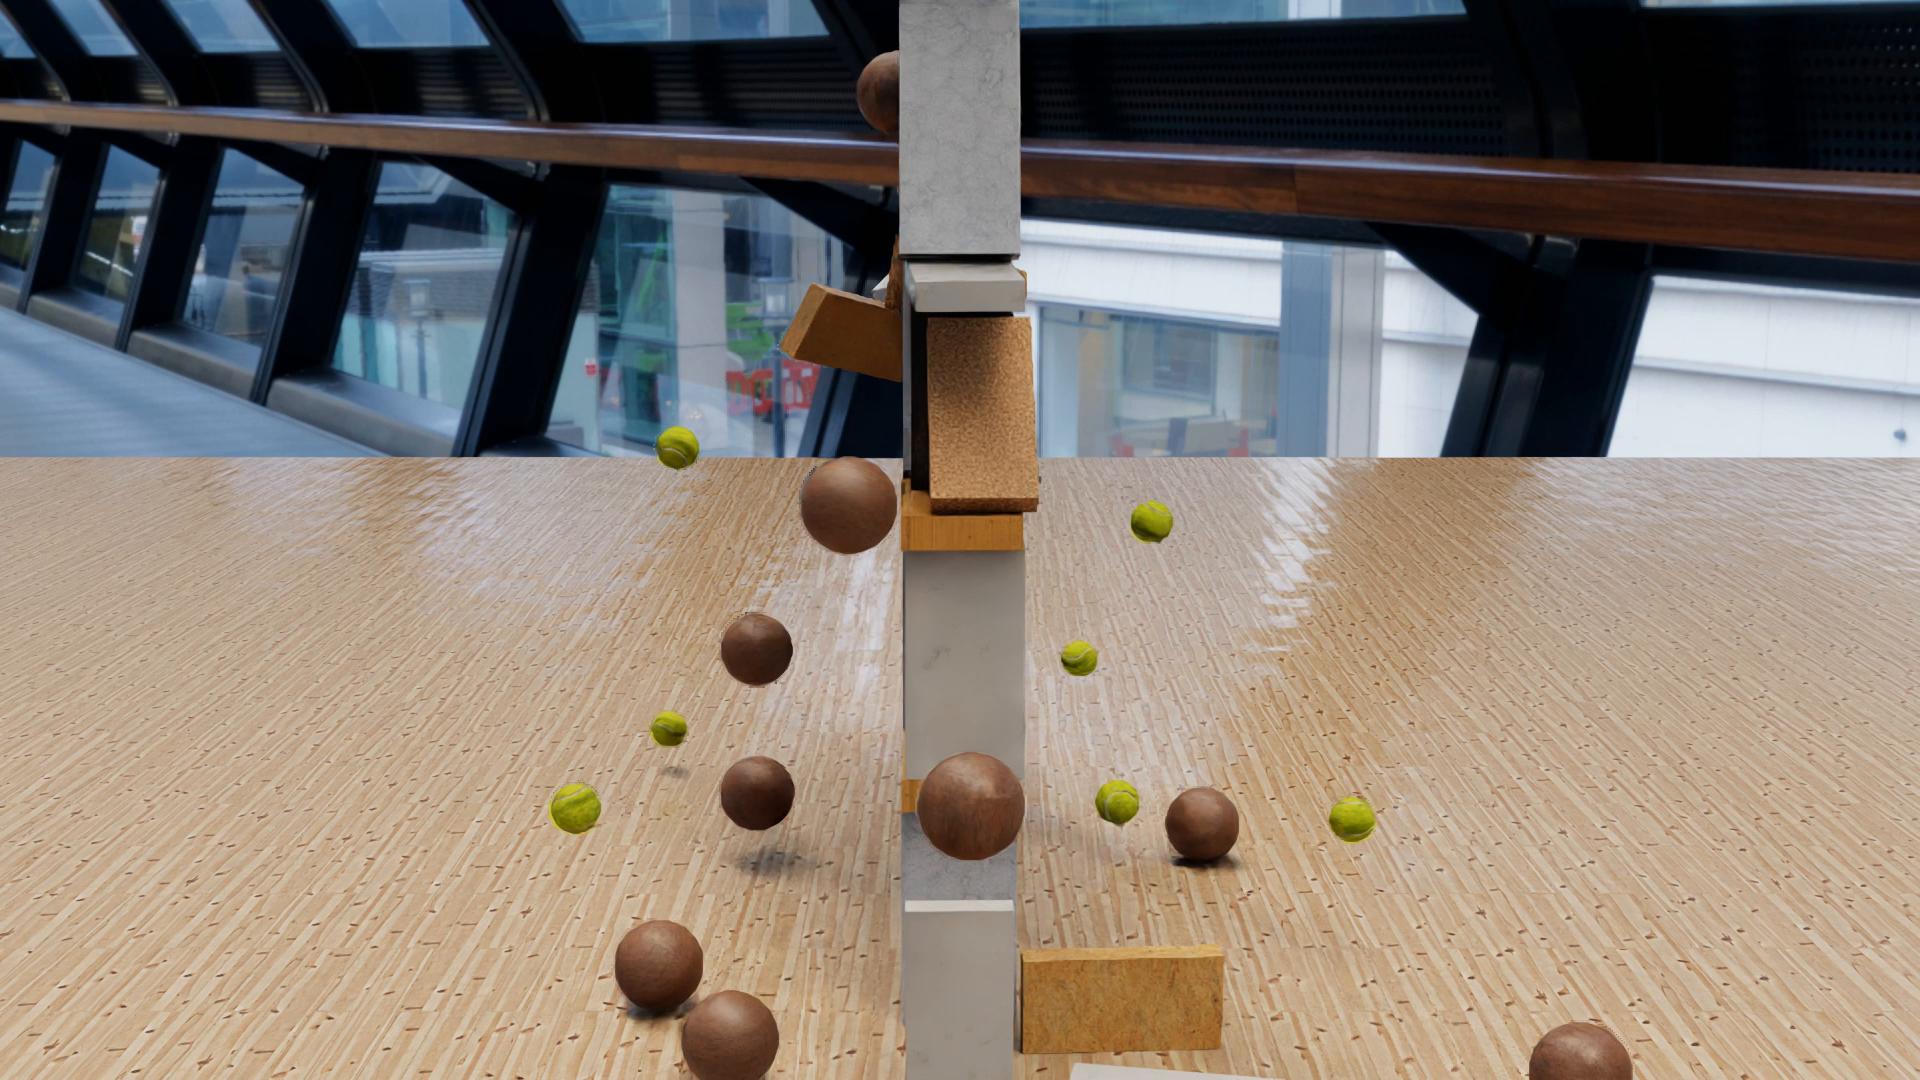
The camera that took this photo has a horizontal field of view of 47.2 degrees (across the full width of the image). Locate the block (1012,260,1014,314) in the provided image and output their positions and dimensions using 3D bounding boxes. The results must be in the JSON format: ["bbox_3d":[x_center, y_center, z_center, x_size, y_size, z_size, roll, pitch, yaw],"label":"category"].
[{"bbox_3d":[-0.001,-0.292,3.434,0.165,0.336,0.047,0,18,-1],"label":"block"}]

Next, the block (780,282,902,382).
[{"bbox_3d":[-0.131,-0.333,3.658,0.034,0.118,0.431,36,15,30],"label":"block"}]

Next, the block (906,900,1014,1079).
[{"bbox_3d":[-0.001,0.604,2.839,0.138,0.276,0.039,0,11,-1],"label":"block"}]

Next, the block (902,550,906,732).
[{"bbox_3d":[-0.001,0.120,3.355,0.171,0.343,0.049,0,11,0],"label":"block"}]

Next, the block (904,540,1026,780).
[{"bbox_3d":[0.007,0.165,3.024,0.164,0.328,0.046,0,11,-1],"label":"block"}]

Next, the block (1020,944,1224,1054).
[{"bbox_3d":[0.223,0.635,3.041,0.276,0.138,0.039,-1,14,-4],"label":"block"}]

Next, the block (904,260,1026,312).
[{"bbox_3d":[0.003,-0.353,3.002,0.144,0.041,0.287,-1,14,-4],"label":"block"}]

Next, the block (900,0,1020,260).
[{"bbox_3d":[-0.001,-0.583,3.056,0.167,0.382,0.047,0,-3,-1],"label":"block"}]

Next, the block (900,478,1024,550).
[{"bbox_3d":[0.003,-0.039,3.096,0.164,0.046,0.328,0,11,0],"label":"block"}]

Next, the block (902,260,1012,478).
[{"bbox_3d":[-0.004,-0.259,3.309,0.165,0.330,0.047,0,-14,-1],"label":"block"}]

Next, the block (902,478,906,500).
[{"bbox_3d":[-0.001,-0.094,3.432,0.171,0.049,0.343,0,11,0],"label":"block"}]

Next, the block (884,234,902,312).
[{"bbox_3d":[-0.084,-0.440,3.562,0.019,0.134,0.067,34,41,29],"label":"block"}]

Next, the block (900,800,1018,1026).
[{"bbox_3d":[-0.002,0.526,3.120,0.163,0.326,0.046,0,10,0],"label":"block"}]

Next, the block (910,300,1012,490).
[{"bbox_3d":[0.002,-0.216,3.130,0.144,0.287,0.041,0,14,0],"label":"block"}]

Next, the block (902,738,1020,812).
[{"bbox_3d":[0.000,0.323,3.194,0.163,0.046,0.326,0,11,0],"label":"block"}]

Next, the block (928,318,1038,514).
[{"bbox_3d":[0.029,-0.173,3.004,0.144,0.287,0.041,0,-28,-2],"label":"block"}]

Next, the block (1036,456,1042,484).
[{"bbox_3d":[0.088,-0.208,3.629,0.034,0.237,0.118,-9,3,-9],"label":"block"}]

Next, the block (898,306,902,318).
[{"bbox_3d":[-0.053,-0.339,3.683,0.019,0.067,0.229,41,-14,25],"label":"block"}]

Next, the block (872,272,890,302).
[{"bbox_3d":[-0.058,-0.460,3.755,0.118,0.034,0.237,-11,21,21],"label":"block"}]

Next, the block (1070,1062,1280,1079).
[{"bbox_3d":[0.275,0.728,2.820,0.276,0.039,0.138,2,11,11],"label":"block"}]

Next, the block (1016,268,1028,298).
[{"bbox_3d":[0.023,-0.468,3.954,0.153,0.043,0.307,-1,10,-7],"label":"block"}]
